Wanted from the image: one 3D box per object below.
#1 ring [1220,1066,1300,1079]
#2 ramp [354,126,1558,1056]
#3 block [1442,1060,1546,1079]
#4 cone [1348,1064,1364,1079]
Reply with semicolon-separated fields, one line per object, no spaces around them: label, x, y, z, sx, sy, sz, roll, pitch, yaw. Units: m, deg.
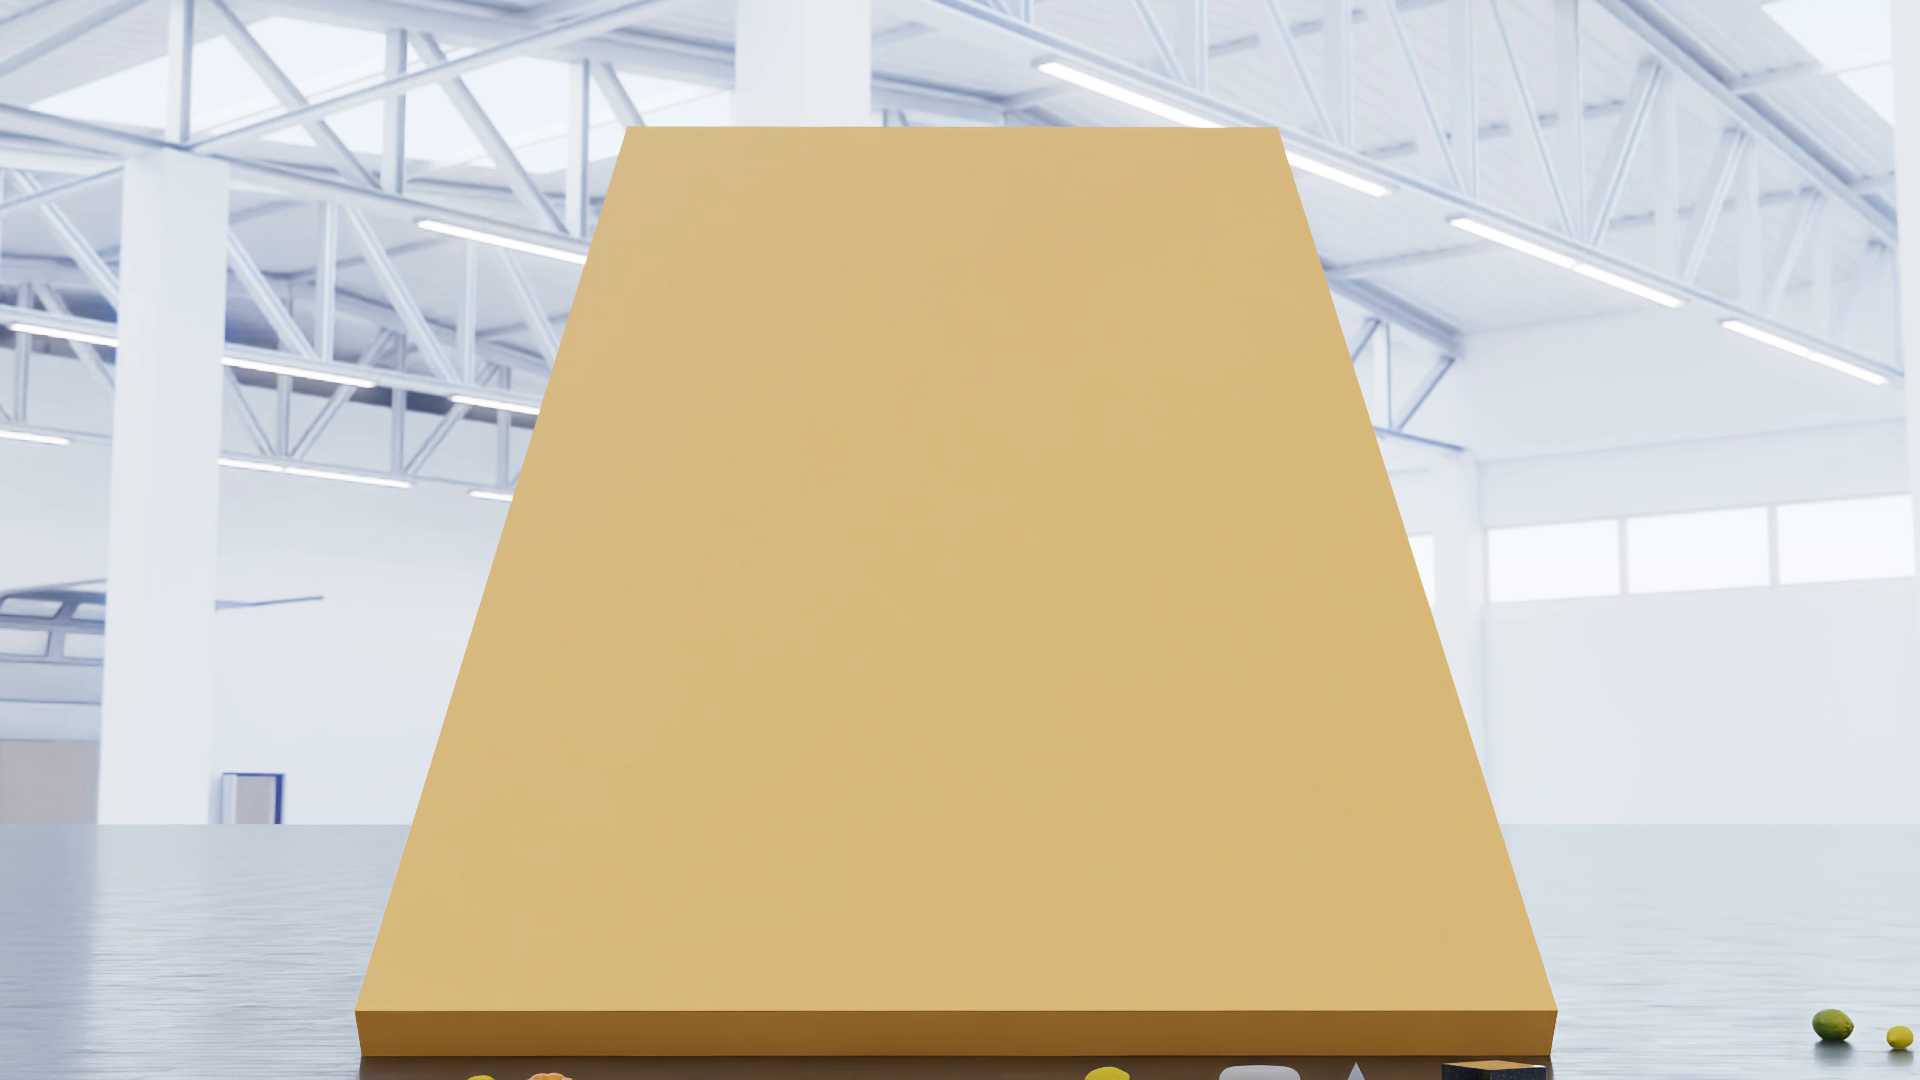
ring;0.433;0.782;3.510;0.117;0.039;0.117;0;-8;0
ramp;-0.014;-0.202;5.778;2.000;0.100;4.000;0;31;0
block;0.667;0.702;3.034;0.090;0.090;0.090;4;-7;-29
cone;0.498;0.703;3.051;0.092;0.092;0.092;0;-7;0
